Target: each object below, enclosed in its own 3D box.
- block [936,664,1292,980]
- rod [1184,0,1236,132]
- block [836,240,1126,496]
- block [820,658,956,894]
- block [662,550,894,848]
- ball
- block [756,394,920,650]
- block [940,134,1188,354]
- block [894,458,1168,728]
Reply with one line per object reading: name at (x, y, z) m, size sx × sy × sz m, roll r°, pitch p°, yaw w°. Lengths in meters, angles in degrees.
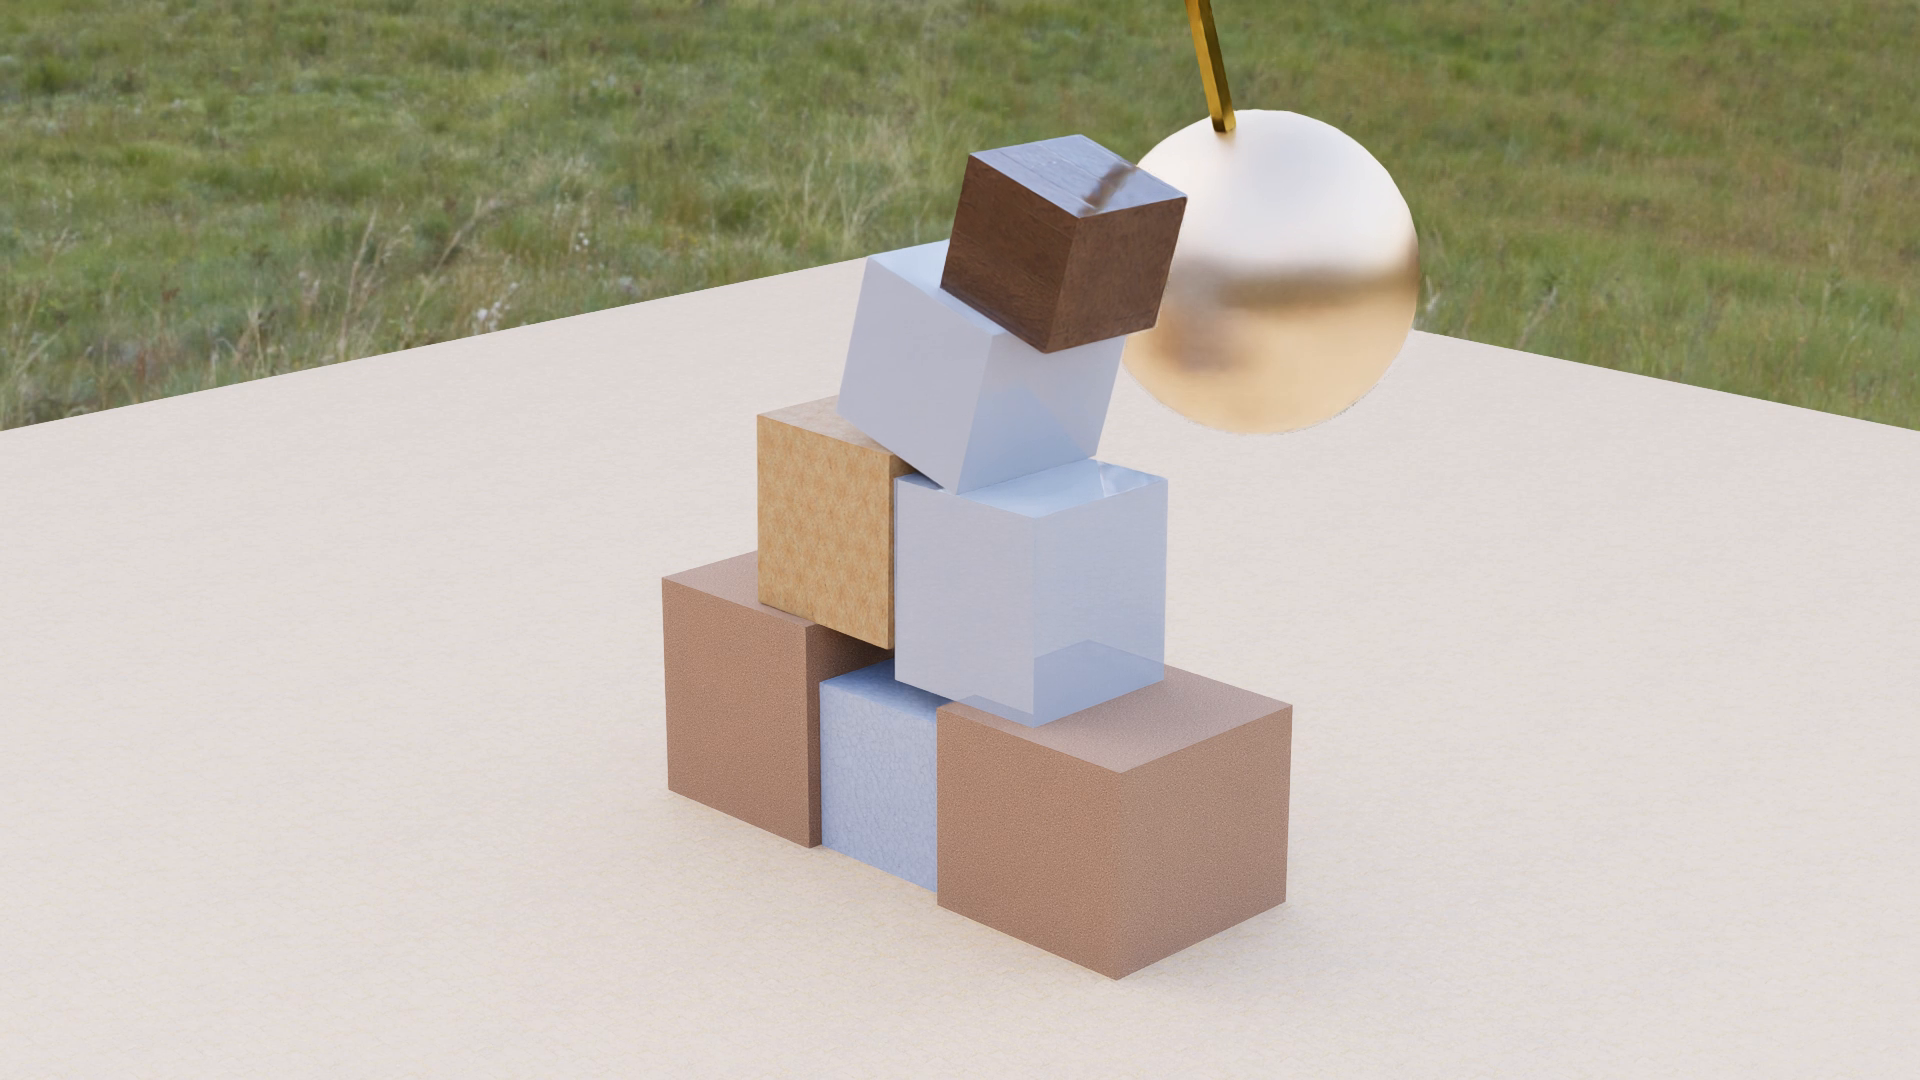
block at (0.681, 1.180, 13.015) m, size 1.133 × 0.944 × 1.082 m, roll -17°, pitch 24°, yaw -42°
rod at (0.636, -4.112, 12.716) m, size 0.080 × 5.200 × 0.080 m, roll 17°, pitch 44°, yaw 42°
block at (0.107, -0.808, 12.999) m, size 0.896 × 0.780 × 0.794 m, roll -17°, pitch 40°, yaw -42°
block at (-0.026, 1.039, 13.678) m, size 0.911 × 0.815 × 0.852 m, roll -17°, pitch 24°, yaw -42°
block at (-0.678, 0.696, 14.298) m, size 1.114 × 1.099 × 1.032 m, roll -17°, pitch 24°, yaw -42°
ball at (1.467, -1.317, 14.465) m, size 1.600 × 1.600 × 1.600 m, roll 0°, pitch 17°, yaw 0°
block at (-0.307, -0.139, 13.605) m, size 0.908 × 0.909 × 0.881 m, roll -17°, pitch 25°, yaw -42°
block at (0.440, -1.271, 12.495) m, size 0.688 × 0.628 × 0.653 m, roll -17°, pitch 41°, yaw -42°
block at (0.313, 0.179, 13.054) m, size 0.852 × 0.943 × 0.859 m, roll -17°, pitch 24°, yaw -42°
